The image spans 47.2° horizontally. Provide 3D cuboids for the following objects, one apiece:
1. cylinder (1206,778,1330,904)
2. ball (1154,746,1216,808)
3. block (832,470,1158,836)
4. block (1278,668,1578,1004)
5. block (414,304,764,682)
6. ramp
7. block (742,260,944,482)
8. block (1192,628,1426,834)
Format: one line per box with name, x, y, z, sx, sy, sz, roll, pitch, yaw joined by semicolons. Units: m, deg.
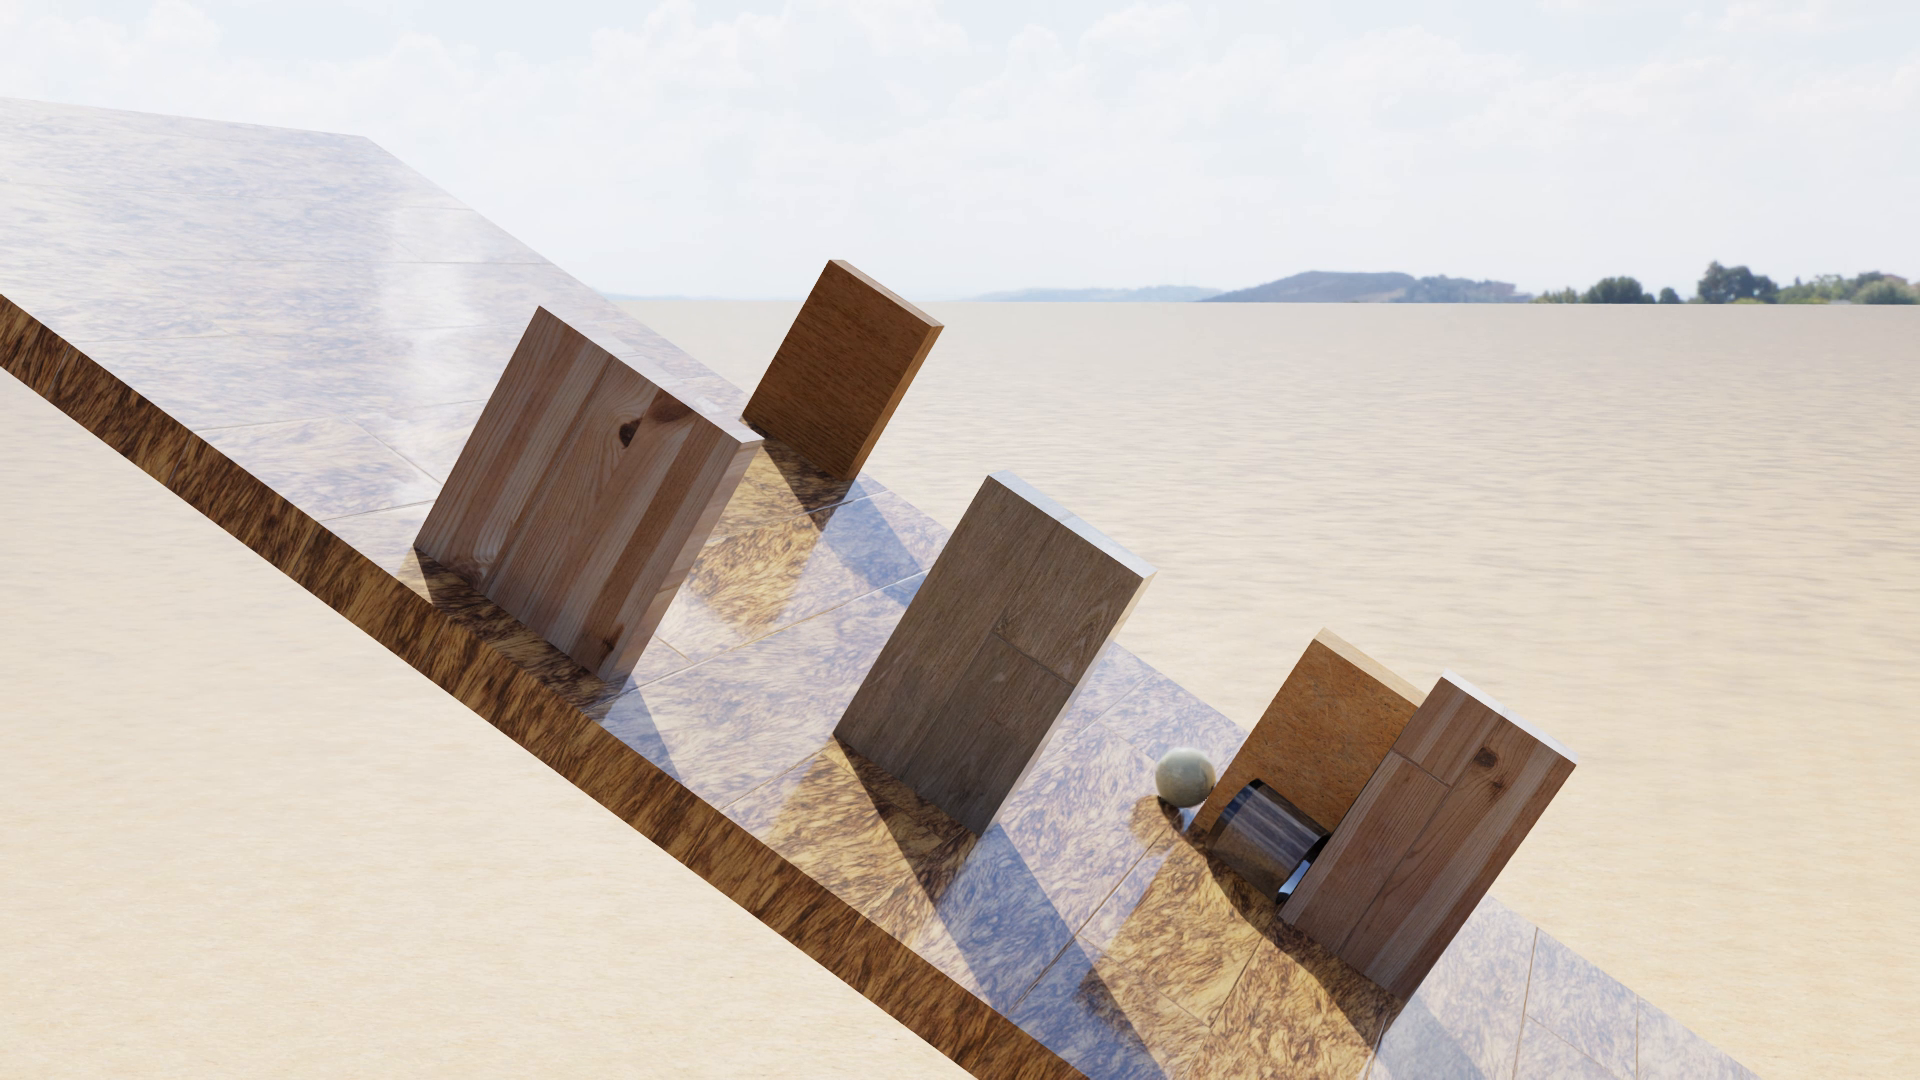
cylinder;0.568;0.555;4.054;0.165;0.165;0.165;37;23;22
ball;0.431;0.453;4.211;0.117;0.117;0.117;0;7;0
block;0.054;0.183;3.577;0.299;0.510;0.107;34;15;11
block;0.835;0.529;3.937;0.274;0.534;0.090;34;15;11
block;-0.568;-0.072;3.338;0.380;0.432;0.087;34;15;11
ramp;-0.157;0.259;4.114;4.000;0.100;2.000;34;15;11
block;-0.266;-0.384;4.984;0.283;0.412;0.095;34;15;11
block;0.675;0.422;4.181;0.257;0.428;0.138;34;15;11
